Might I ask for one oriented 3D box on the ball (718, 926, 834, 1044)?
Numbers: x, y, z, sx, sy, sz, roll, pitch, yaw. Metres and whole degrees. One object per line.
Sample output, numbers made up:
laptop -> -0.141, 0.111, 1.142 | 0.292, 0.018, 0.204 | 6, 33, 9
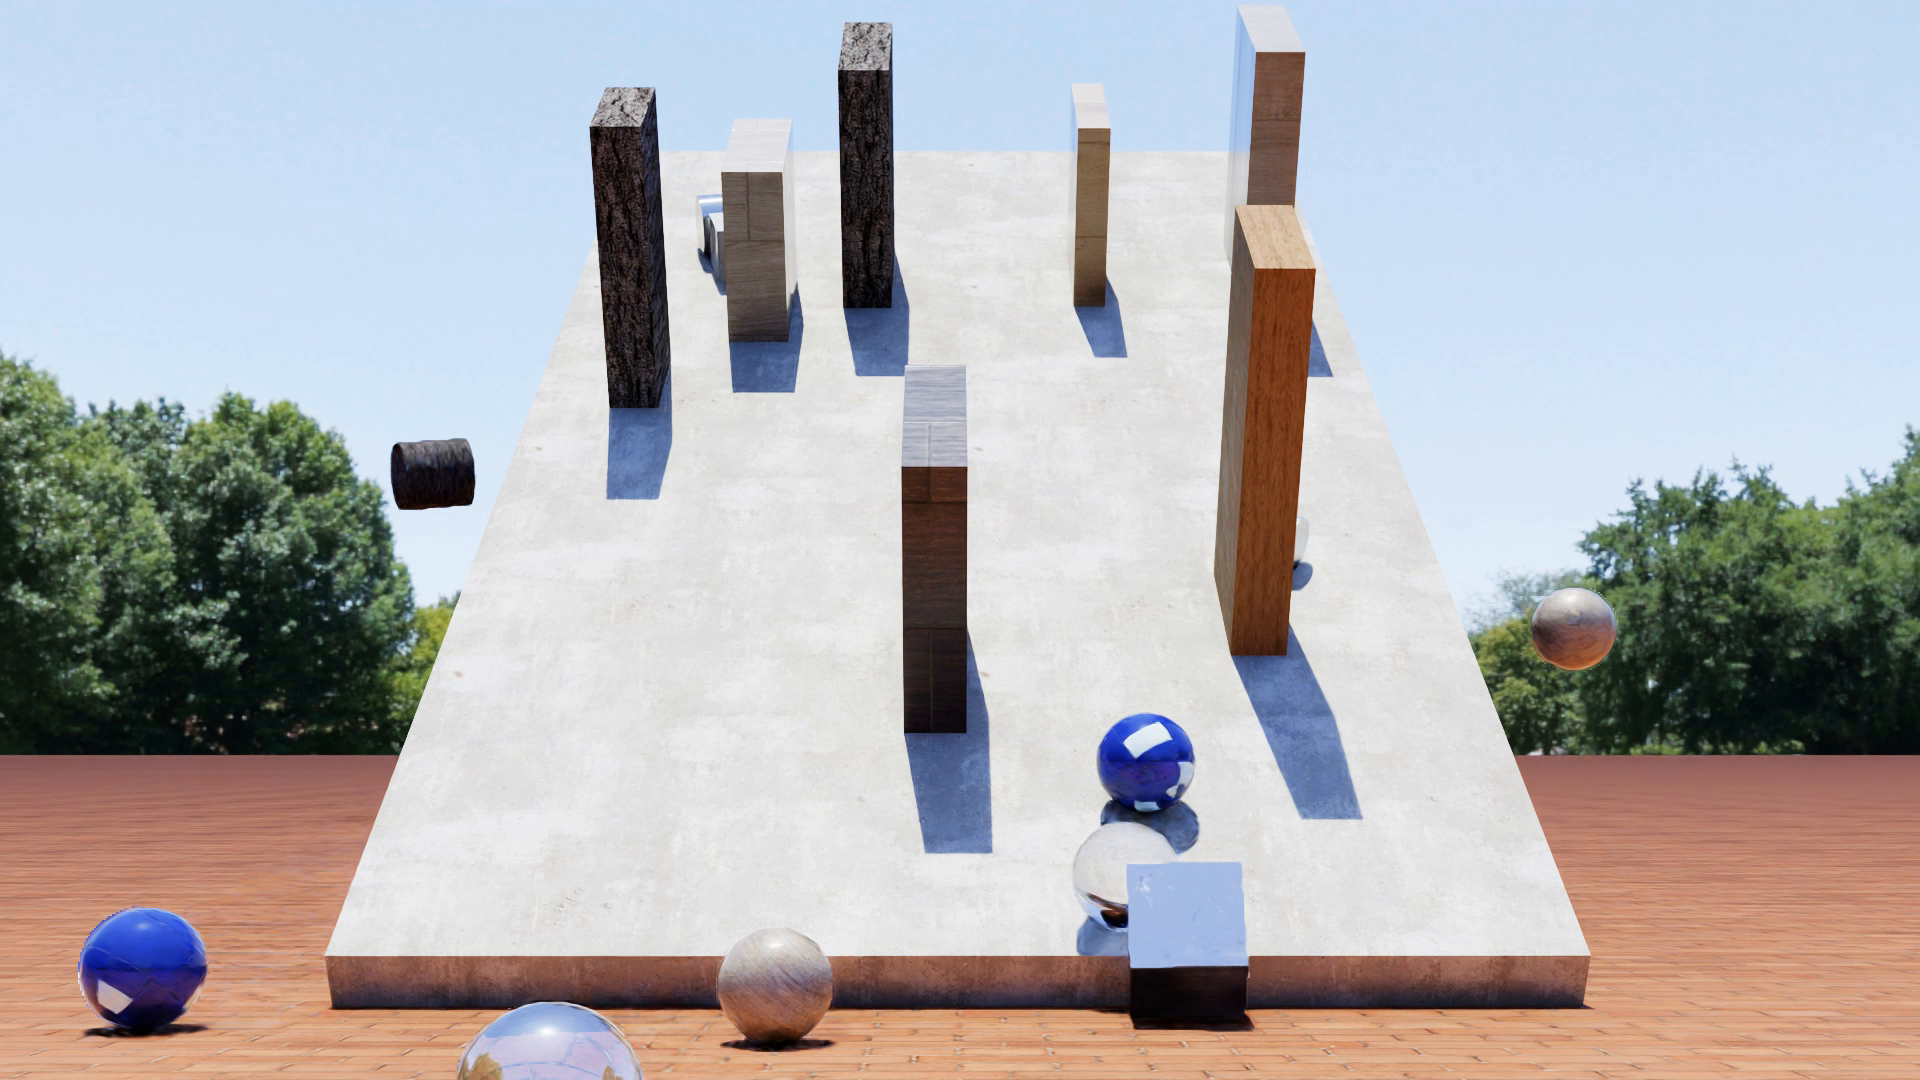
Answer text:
ball -> -0.257, 0.622, 3.322 | 0.161, 0.161, 0.161 | 0, -5, 0

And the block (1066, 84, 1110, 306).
block -> 0.335, -0.908, 6.239 | 0.082, 0.480, 0.385 | 0, 28, 0

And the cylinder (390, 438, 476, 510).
cylinder -> -1.213, -0.151, 5.473 | 0.156, 0.156, 0.156 | -6, -2, -27

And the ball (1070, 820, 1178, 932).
ball -> 0.265, 0.536, 3.796 | 0.176, 0.176, 0.176 | 0, -5, 0

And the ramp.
ramp -> -0.011, -0.224, 5.554 | 2.000, 0.100, 4.000 | 0, 28, 0

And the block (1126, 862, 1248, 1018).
block -> 0.342, 0.607, 3.602 | 0.172, 0.172, 0.172 | -2, -37, 4

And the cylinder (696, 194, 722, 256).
cylinder -> -0.630, -0.865, 6.495 | 0.162, 0.162, 0.162 | -6, -4, -12

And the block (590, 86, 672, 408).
block -> -0.769, -0.684, 5.581 | 0.115, 0.686, 0.298 | 0, 28, 0

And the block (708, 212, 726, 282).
block -> -0.588, -0.789, 6.370 | 0.142, 0.142, 0.142 | -6, 28, -12

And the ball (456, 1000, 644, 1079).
ball -> -0.381, 0.517, 2.209 | 0.175, 0.175, 0.175 | 0, -5, 0

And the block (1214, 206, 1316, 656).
block -> 0.576, -0.207, 4.556 | 0.108, 0.795, 0.332 | 0, 28, 0

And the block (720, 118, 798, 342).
block -> -0.506, -0.792, 6.049 | 0.149, 0.445, 0.422 | 0, 28, 0

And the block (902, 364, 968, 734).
block -> -0.046, 0.011, 4.410 | 0.115, 0.540, 0.439 | 0, 28, 0

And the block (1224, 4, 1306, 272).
block -> 0.792, -1.013, 6.237 | 0.123, 0.670, 0.441 | 0, 28, 0

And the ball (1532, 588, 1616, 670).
ball -> 1.214, 0.176, 4.708 | 0.164, 0.164, 0.164 | 0, -5, 0

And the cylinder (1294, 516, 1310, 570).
cylinder -> 0.647, -0.005, 4.910 | 0.111, 0.111, 0.111 | 15, 2, 26

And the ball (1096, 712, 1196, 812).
ball -> 0.320, 0.383, 4.099 | 0.173, 0.173, 0.173 | 0, -5, 0

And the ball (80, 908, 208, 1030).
ball -> -1.196, 0.629, 3.489 | 0.177, 0.177, 0.177 | 0, -5, 0

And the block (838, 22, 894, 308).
block -> -0.241, -0.983, 6.217 | 0.126, 0.630, 0.439 | 0, 28, 0
